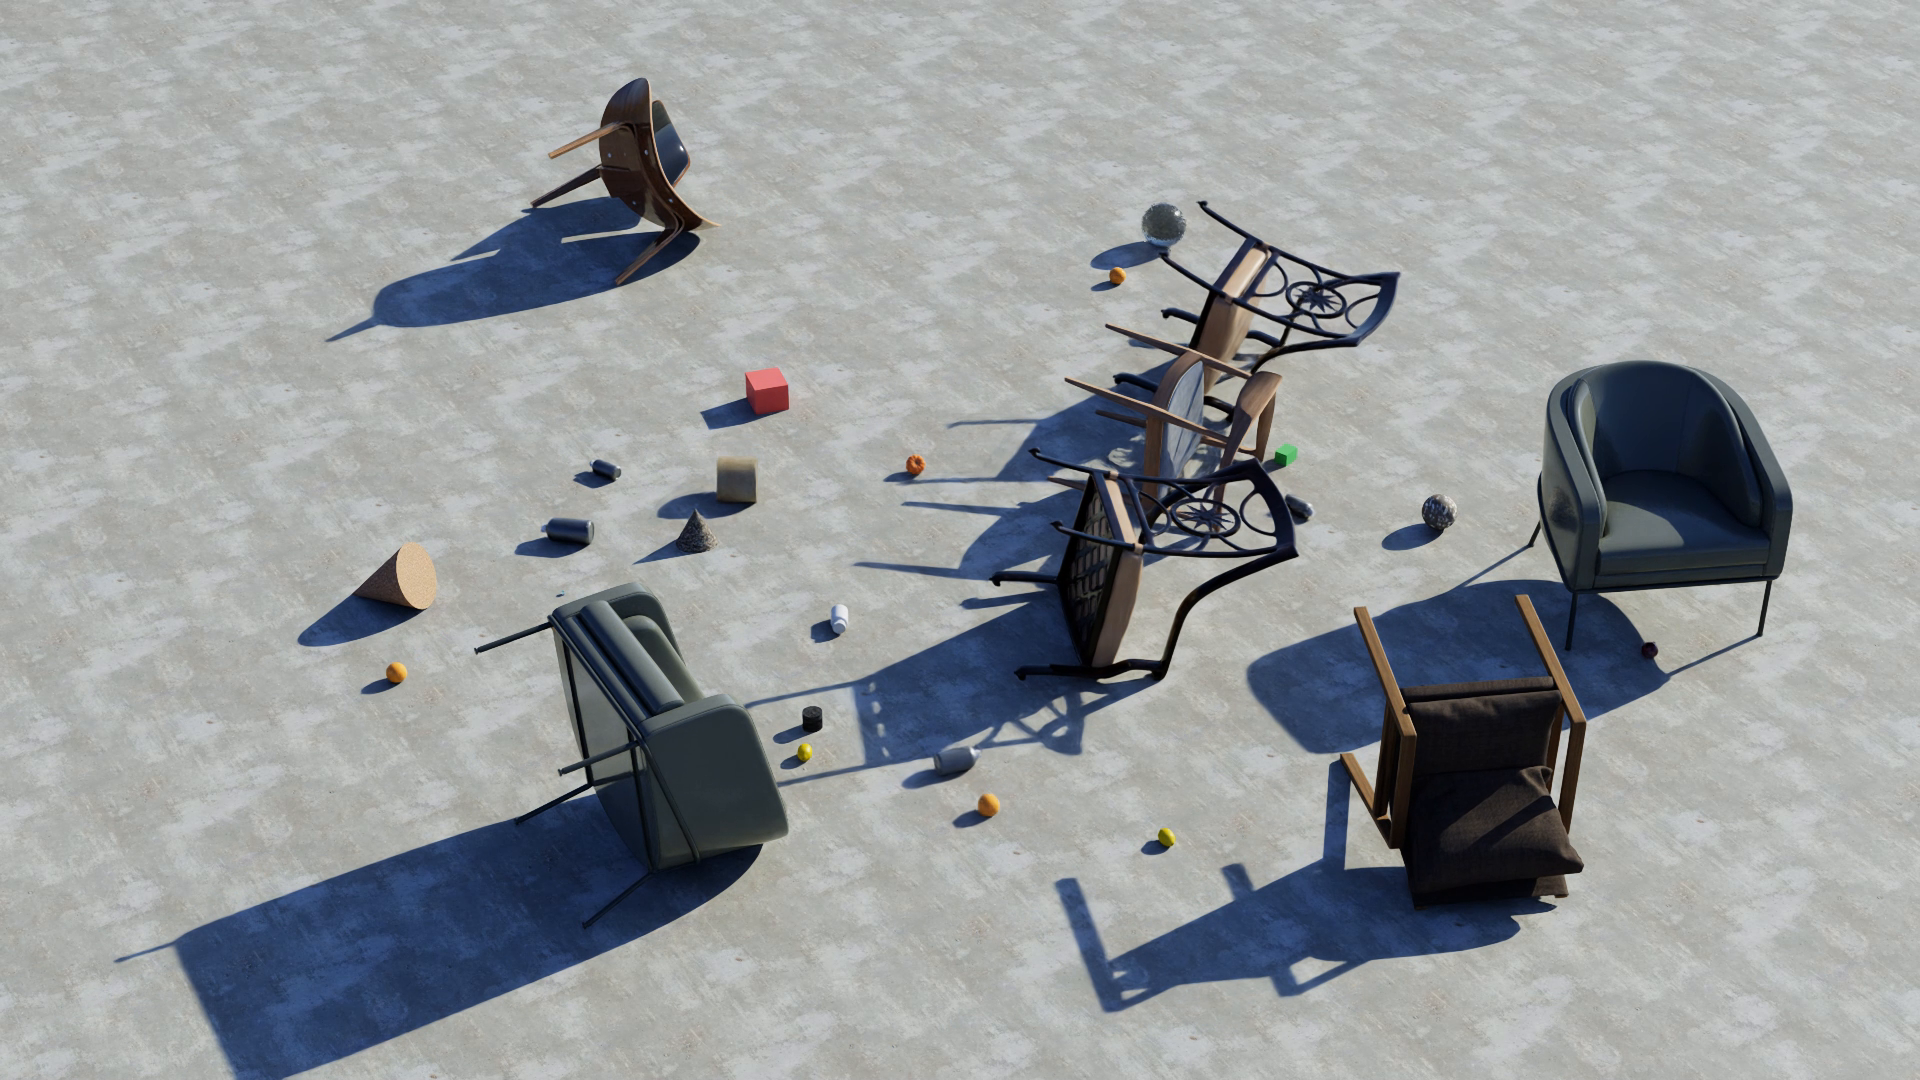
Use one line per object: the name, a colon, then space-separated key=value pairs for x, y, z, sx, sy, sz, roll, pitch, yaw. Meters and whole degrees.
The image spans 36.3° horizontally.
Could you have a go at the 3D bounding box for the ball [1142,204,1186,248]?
ball: x=0.893 y=-1.381 z=12.865 sx=0.193 sy=0.193 sz=0.193 roll=0 pitch=33 yaw=0

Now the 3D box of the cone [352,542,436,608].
cone: x=-2.083 y=0.162 z=10.596 sx=0.283 sy=0.242 sz=0.273 roll=-15 pitch=21 yaw=20

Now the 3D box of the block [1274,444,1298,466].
block: x=1.267 y=-0.331 z=11.401 sx=0.054 sy=0.050 sz=0.076 roll=23 pitch=40 yaw=31

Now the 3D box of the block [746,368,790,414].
block: x=-0.773 y=-0.597 z=11.746 sx=0.137 sy=0.115 sz=0.148 roll=-11 pitch=35 yaw=-16

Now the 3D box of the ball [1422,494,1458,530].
ball: x=1.797 y=-0.106 z=10.983 sx=0.134 sy=0.134 sz=0.134 roll=0 pitch=33 yaw=0

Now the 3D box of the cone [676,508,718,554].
cone: x=-0.980 y=-0.054 z=10.889 sx=0.159 sy=0.151 sz=0.147 roll=-10 pitch=35 yaw=-15

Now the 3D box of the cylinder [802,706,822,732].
cylinder: x=-0.501 y=0.609 z=9.962 sx=0.069 sy=0.064 sz=0.064 roll=-12 pitch=35 yaw=-17

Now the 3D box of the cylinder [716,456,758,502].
cylinder: x=-0.847 y=-0.232 z=11.163 sx=0.148 sy=0.128 sz=0.180 roll=0 pitch=68 yaw=0
